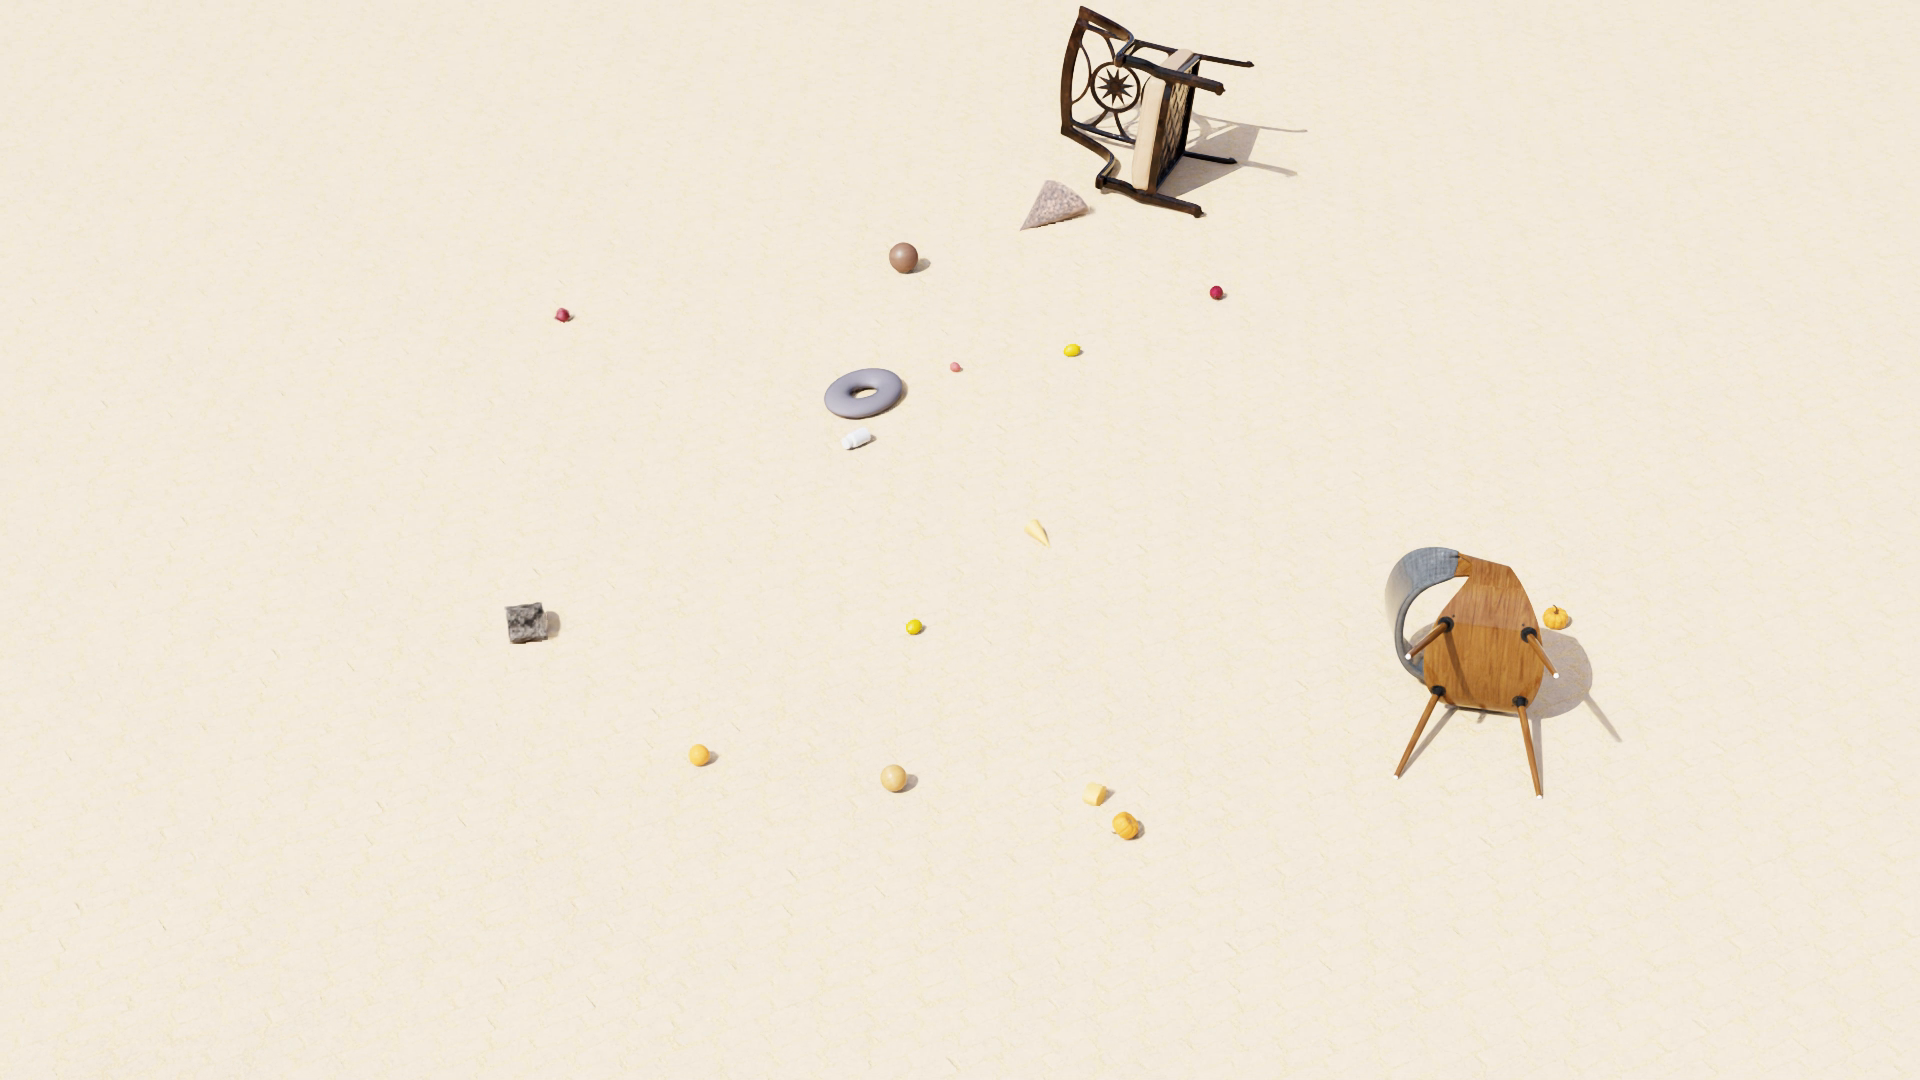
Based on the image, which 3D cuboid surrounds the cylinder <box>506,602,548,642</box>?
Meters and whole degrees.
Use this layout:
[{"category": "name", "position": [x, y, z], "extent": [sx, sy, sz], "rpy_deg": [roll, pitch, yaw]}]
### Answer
[{"category": "cylinder", "position": [-1.543, 0.293, 10.428], "extent": [0.130, 0.076, 0.170], "rpy_deg": [-6, 43, -11]}]

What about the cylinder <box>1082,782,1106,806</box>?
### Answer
[{"category": "cylinder", "position": [0.442, 0.832, 9.627], "extent": [0.050, 0.060, 0.074], "rpy_deg": [18, 42, 25]}]

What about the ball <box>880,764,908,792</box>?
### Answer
[{"category": "ball", "position": [-0.219, 0.785, 9.672], "extent": [0.090, 0.090, 0.090], "rpy_deg": [0, 33, 0]}]

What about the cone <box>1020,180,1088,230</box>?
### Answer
[{"category": "cone", "position": [0.369, -1.458, 13.097], "extent": [0.264, 0.130, 0.311], "rpy_deg": [34, 58, 29]}]

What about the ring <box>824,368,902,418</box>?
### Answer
[{"category": "ring", "position": [-0.388, -0.592, 11.788], "extent": [0.283, 0.062, 0.379], "rpy_deg": [21, 39, 28]}]
